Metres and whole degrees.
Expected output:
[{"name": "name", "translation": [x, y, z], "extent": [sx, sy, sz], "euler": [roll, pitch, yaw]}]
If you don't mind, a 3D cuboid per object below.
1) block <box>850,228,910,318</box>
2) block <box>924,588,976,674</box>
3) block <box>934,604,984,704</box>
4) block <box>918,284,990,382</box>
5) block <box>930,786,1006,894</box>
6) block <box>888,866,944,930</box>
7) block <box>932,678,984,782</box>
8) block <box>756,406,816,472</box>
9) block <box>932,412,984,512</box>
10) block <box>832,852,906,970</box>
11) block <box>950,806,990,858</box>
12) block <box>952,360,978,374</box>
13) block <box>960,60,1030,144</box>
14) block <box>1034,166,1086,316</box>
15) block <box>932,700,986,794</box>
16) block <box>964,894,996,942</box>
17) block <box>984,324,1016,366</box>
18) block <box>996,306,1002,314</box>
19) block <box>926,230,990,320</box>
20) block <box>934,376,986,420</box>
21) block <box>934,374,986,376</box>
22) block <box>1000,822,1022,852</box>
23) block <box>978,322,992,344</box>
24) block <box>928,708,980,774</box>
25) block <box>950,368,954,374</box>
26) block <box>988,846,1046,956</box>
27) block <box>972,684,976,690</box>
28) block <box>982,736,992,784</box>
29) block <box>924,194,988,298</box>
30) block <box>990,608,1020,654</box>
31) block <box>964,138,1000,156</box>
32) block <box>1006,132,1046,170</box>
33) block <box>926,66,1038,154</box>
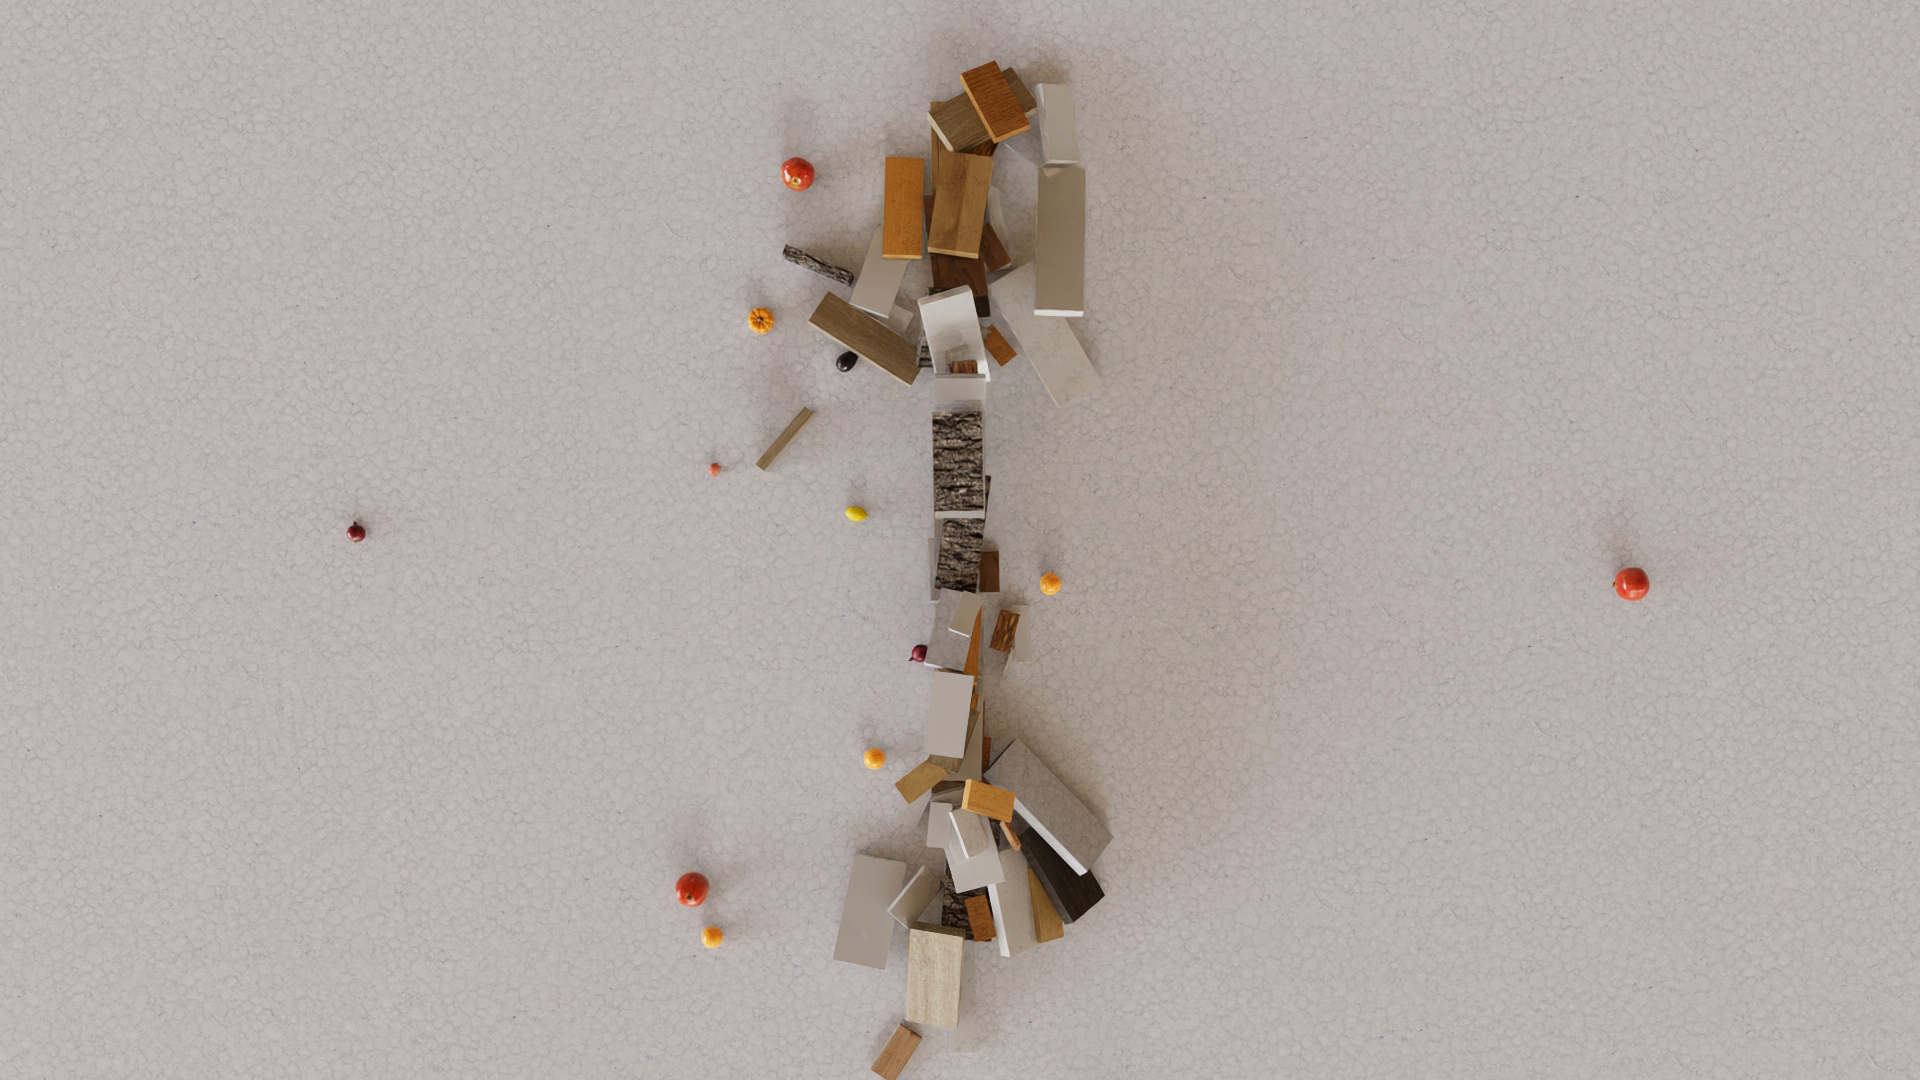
[{"name": "block", "translation": [-0.257, -0.883, 5.467], "extent": [0.134, 0.038, 0.268], "euler": [19, 84, 0]}, {"name": "block", "translation": [-0.024, 0.288, 5.257], "extent": [0.126, 0.036, 0.253], "euler": [12, 72, 3]}, {"name": "block", "translation": [-0.004, 0.375, 5.429], "extent": [0.163, 0.046, 0.327], "euler": [1, 73, -1]}, {"name": "block", "translation": [-0.017, -0.649, 5.374], "extent": [0.170, 0.048, 0.340], "euler": [-18, 125, -6]}, {"name": "block", "translation": [0.025, 0.958, 5.310], "extent": [0.162, 0.046, 0.323], "euler": [-15, 93, 2]}, {"name": "block", "translation": [-0.145, 1.180, 5.448], "extent": [0.095, 0.027, 0.189], "euler": [45, 73, -16]}, {"name": "block", "translation": [-0.010, 0.611, 5.319], "extent": [0.163, 0.046, 0.327], "euler": [2, 80, -1]}, {"name": "block", "translation": [-0.573, -0.331, 5.438], "extent": [0.035, 0.124, 0.248], "euler": [41, 90, 0]}, {"name": "block", "translation": [-0.007, -0.249, 5.225], "extent": [0.157, 0.044, 0.314], "euler": [-1, 93, 0]}, {"name": "block", "translation": [-0.298, 1.227, 5.456], "extent": [0.174, 0.049, 0.348], "euler": [12, 84, 0]}, {"name": "block", "translation": [0.029, 0.925, 5.256], "extent": [0.079, 0.022, 0.158], "euler": [-22, 93, -28]}, {"name": "block", "translation": [0.023, -0.506, 5.378], "extent": [0.080, 0.023, 0.160], "euler": [-5, 117, 3]}, {"name": "block", "translation": [0.114, -1.434, 5.395], "extent": [0.126, 0.036, 0.253], "euler": [-25, 80, -12]}, {"name": "block", "translation": [0.329, -0.981, 5.416], "extent": [0.157, 0.044, 0.505], "euler": [2, 76, 0]}, {"name": "block", "translation": [-0.005, 0.684, 5.414], "extent": [0.162, 0.046, 0.323], "euler": [3, 66, 0]}, {"name": "block", "translation": [0.067, 1.234, 5.385], "extent": [0.071, 0.020, 0.141], "euler": [-15, 84, -2]}, {"name": "block", "translation": [0.123, -0.648, 5.491], "extent": [0.065, 0.018, 0.131], "euler": [-39, 90, 0]}, {"name": "block", "translation": [0.188, -0.757, 5.489], "extent": [0.131, 0.018, 0.065], "euler": [38, 91, -2]}, {"name": "block", "translation": [-0.006, -0.893, 5.443], "extent": [0.170, 0.048, 0.340], "euler": [-8, 90, 0]}, {"name": "block", "translation": [0.000, -0.365, 5.316], "extent": [0.164, 0.046, 0.328], "euler": [0, 108, 0]}, {"name": "block", "translation": [0.000, -0.386, 5.401], "extent": [0.164, 0.046, 0.328], "euler": [0, 119, 0]}, {"name": "block", "translation": [0.165, 0.962, 5.388], "extent": [0.015, 0.053, 0.105], "euler": [-21, 66, -21]}, {"name": "block", "translation": [0.041, -0.657, 5.477], "extent": [0.065, 0.018, 0.131], "euler": [35, 101, 3]}, {"name": "block", "translation": [-0.019, 0.627, 5.248], "extent": [0.104, 0.029, 0.207], "euler": [20, 80, 3]}, {"name": "block", "translation": [0.019, -0.503, 5.436], "extent": [0.080, 0.023, 0.160], "euler": [-15, 125, -8]}, {"name": "block", "translation": [0.182, 1.175, 5.407], "extent": [0.167, 0.047, 0.335], "euler": [-11, 90, -35]}, {"name": "block", "translation": [-0.002, 0.375, 5.302], "extent": [0.107, 0.030, 0.213], "euler": [2, 72, 0]}, {"name": "block", "translation": [0.009, 0.803, 5.416], "extent": [0.162, 0.046, 0.323], "euler": [5, 67, 1]}, {"name": "block", "translation": [-0.016, -0.961, 5.395], "extent": [0.170, 0.048, 0.340], "euler": [-7, 90, 0]}, {"name": "block", "translation": [0.149, 0.303, 5.481], "extent": [0.068, 0.019, 0.135], "euler": [17, 94, 9]}, {"name": "block", "translation": [0.079, -1.344, 5.452], "extent": [0.117, 0.033, 0.234], "euler": [24, 74, 0]}, {"name": "block", "translation": [0.231, -1.302, 5.490], "extent": [0.148, 0.021, 0.074], "euler": [37, 90, 0]}, {"name": "block", "translation": [0.075, -1.408, 5.427], "extent": [0.330, 0.047, 0.165], "euler": [-32, 81, -13]}]
